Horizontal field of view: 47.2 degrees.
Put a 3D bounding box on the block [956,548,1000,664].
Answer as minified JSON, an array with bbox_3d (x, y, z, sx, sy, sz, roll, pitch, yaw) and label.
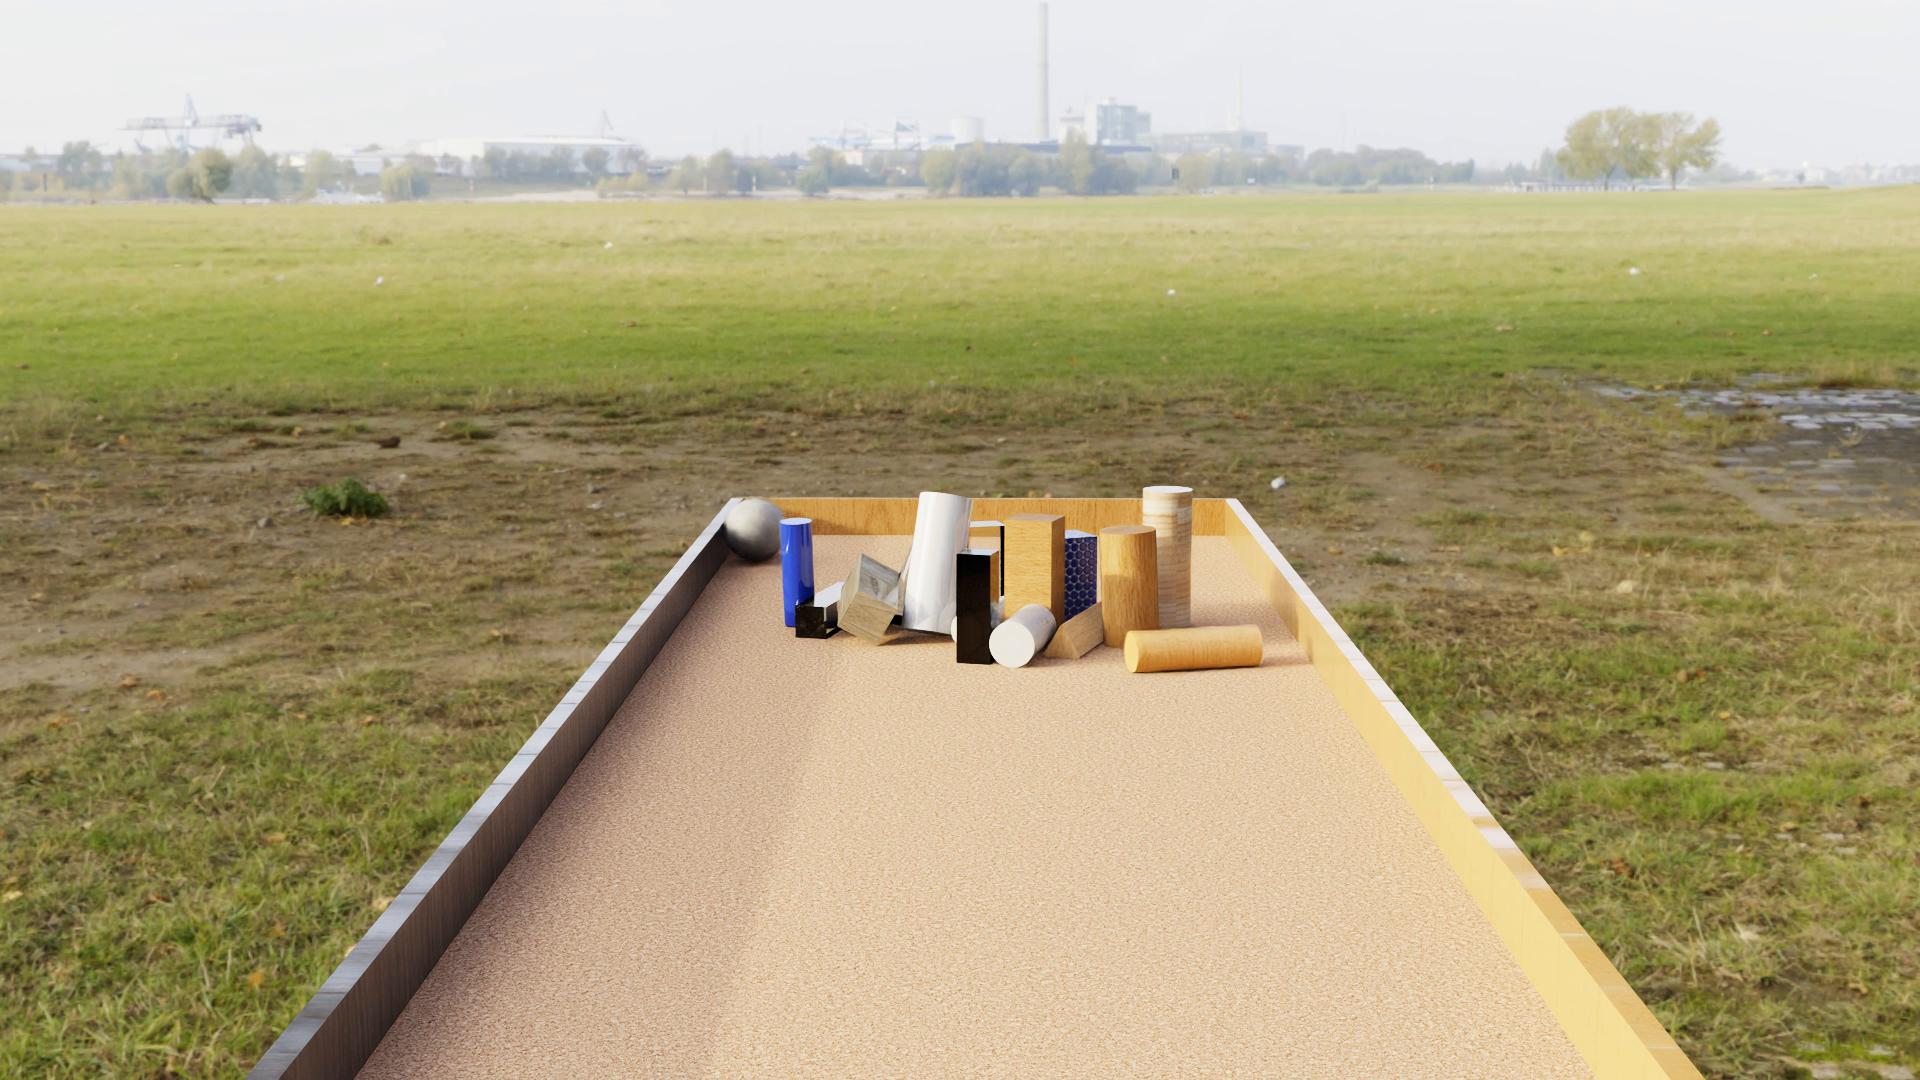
[{"bbox_3d":[0.054,0.201,6.669,0.106,0.336,0.106,3,9,16],"label":"block"}]

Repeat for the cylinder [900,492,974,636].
[{"bbox_3d":[-0.073,0.078,7.016,0.174,0.437,0.174,8,-7,1],"label":"cylinder"}]

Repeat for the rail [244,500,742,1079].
[{"bbox_3d":[-1.004,0.839,3.234,0.050,0.150,12.000,0,9,1],"label":"rail"}]

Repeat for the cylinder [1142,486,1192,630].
[{"bbox_3d":[0.675,0.060,7.181,0.161,0.454,0.161,0,9,0],"label":"cylinder"}]

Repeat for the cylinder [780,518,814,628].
[{"bbox_3d":[-0.530,0.107,7.205,0.104,0.346,0.104,-1,13,0],"label":"cylinder"}]

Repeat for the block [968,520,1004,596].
[{"bbox_3d":[0.078,0.111,7.247,0.124,0.331,0.124,-2,8,-15],"label":"block"}]

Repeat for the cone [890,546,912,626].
[{"bbox_3d":[-0.162,0.120,7.211,0.161,0.303,0.161,9,8,-1],"label":"cone"}]

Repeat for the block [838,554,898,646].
[{"bbox_3d":[-0.293,0.188,7.052,0.139,0.139,0.371,28,15,-9],"label":"block"}]

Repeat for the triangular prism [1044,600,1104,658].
[{"bbox_3d":[0.386,0.276,6.935,0.114,0.099,0.442,3,10,19],"label":"triangular prism"}]

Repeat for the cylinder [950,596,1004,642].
[{"bbox_3d":[0.103,0.256,7.014,0.120,0.120,0.364,4,10,25],"label":"cylinder"}]

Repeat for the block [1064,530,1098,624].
[{"bbox_3d":[0.346,0.130,7.223,0.155,0.302,0.155,-4,10,-23],"label":"block"}]

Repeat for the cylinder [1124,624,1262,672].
[{"bbox_3d":[0.698,0.324,6.572,0.393,0.123,0.123,-2,9,-15],"label":"cylinder"}]

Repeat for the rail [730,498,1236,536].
[{"bbox_3d":[0.099,-0.098,9.147,2.100,0.150,0.050,0,9,1],"label":"rail"}]

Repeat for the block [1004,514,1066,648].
[{"bbox_3d":[0.236,0.126,6.939,0.152,0.399,0.152,3,9,19],"label":"block"}]

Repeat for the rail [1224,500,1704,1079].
[{"bbox_3d":[1.046,0.843,3.208,0.050,0.150,12.000,0,9,1],"label":"rail"}]

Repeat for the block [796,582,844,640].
[{"bbox_3d":[-0.419,0.229,7.229,0.105,0.105,0.444,2,9,15],"label":"block"}]

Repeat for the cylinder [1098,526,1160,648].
[{"bbox_3d":[0.533,0.145,6.911,0.179,0.361,0.179,-3,9,0],"label":"cylinder"}]

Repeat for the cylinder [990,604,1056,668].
[{"bbox_3d":[0.194,0.291,6.728,0.140,0.140,0.303,2,9,15],"label":"cylinder"}]

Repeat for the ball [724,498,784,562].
[{"bbox_3d":[-0.789,-0.038,8.474,0.242,0.242,0.242,0,9,0],"label":"ball"}]
